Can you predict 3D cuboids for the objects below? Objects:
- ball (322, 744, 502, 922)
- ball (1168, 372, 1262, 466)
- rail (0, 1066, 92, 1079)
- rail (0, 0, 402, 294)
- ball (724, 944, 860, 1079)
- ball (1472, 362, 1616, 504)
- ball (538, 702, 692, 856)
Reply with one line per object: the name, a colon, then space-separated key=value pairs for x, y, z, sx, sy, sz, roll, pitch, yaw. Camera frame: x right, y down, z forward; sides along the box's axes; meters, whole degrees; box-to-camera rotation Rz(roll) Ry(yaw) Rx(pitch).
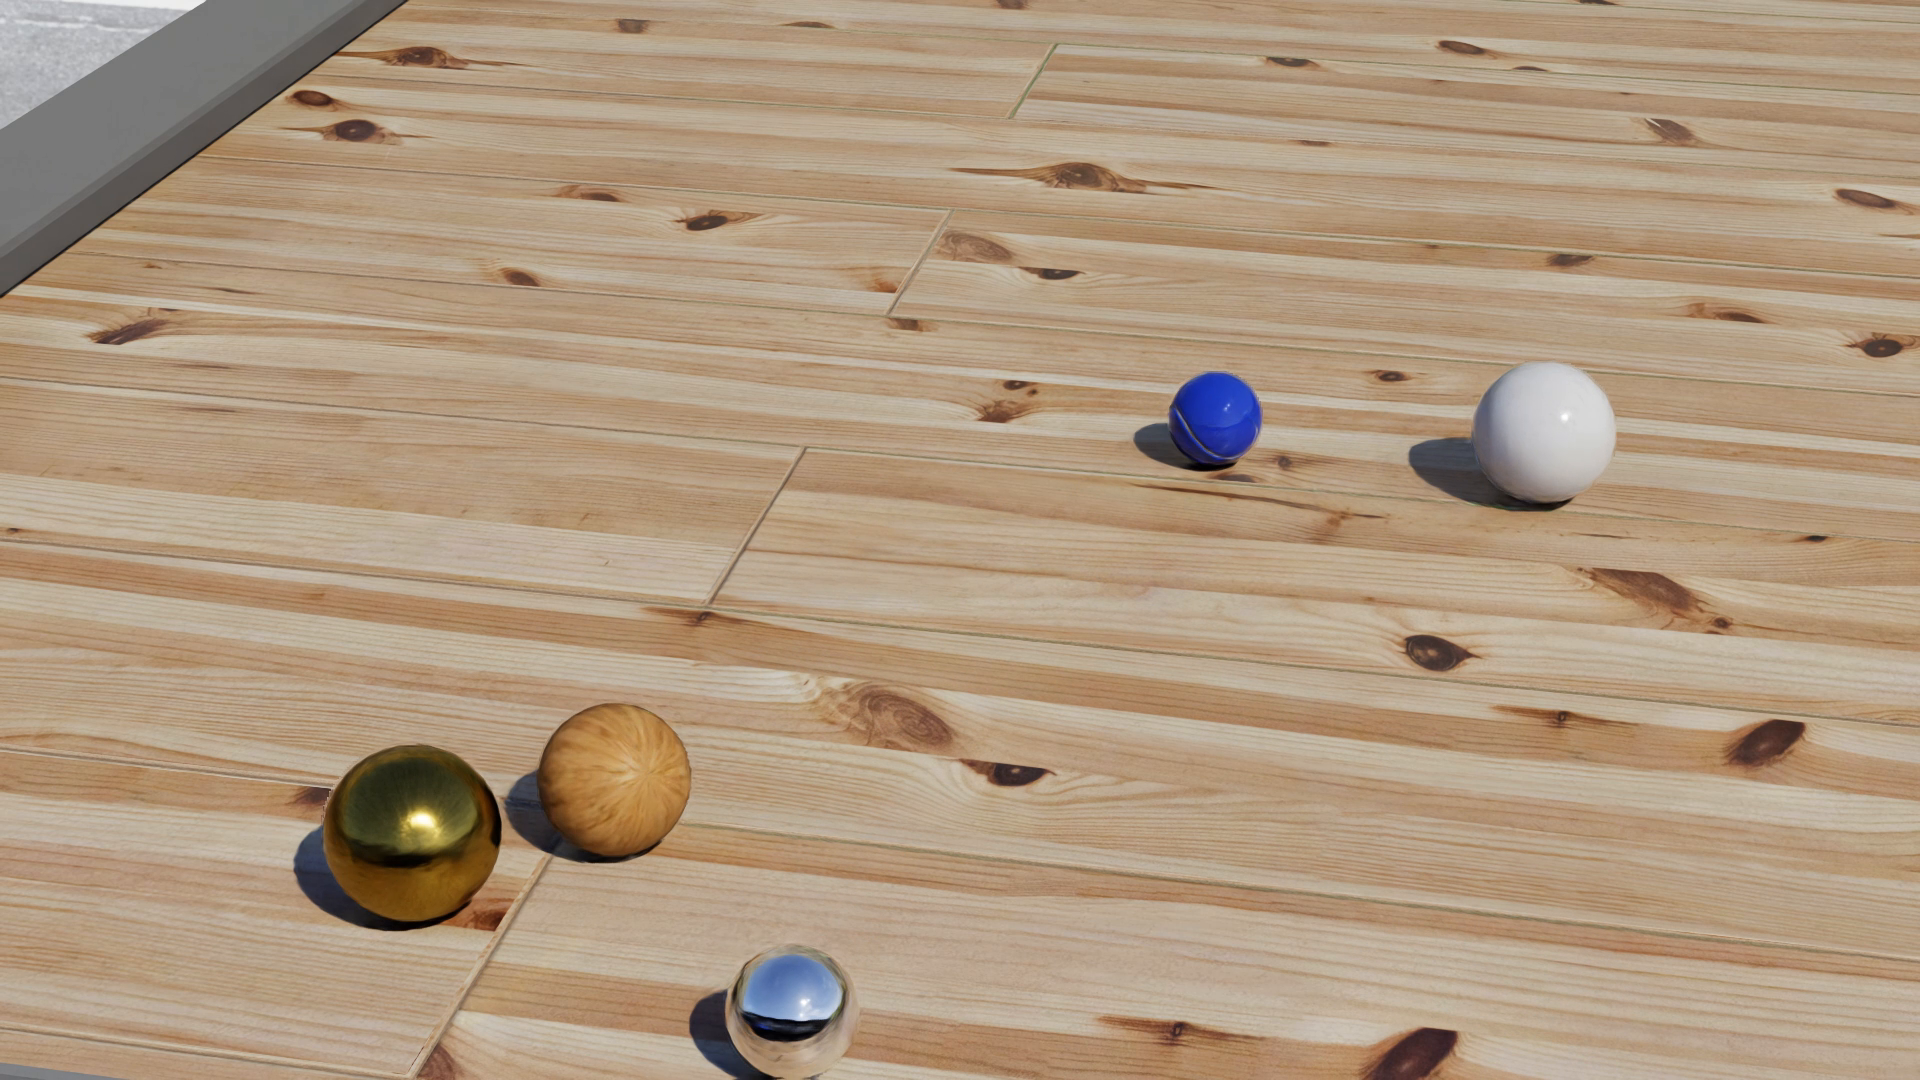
ball: x=-0.282 y=0.151 z=1.514 sx=0.091 sy=0.091 sz=0.091 roll=0 pitch=26 yaw=0
ball: x=0.175 y=-0.083 z=2.022 sx=0.064 sy=0.064 sz=0.064 roll=0 pitch=26 yaw=0
rail: x=-0.145 y=0.283 z=1.205 sx=1.695 sy=0.123 sz=0.045 roll=5 pitch=27 yaw=11
rail: x=-0.657 y=-0.412 z=2.624 sx=0.045 sy=0.123 sz=2.933 roll=5 pitch=27 yaw=11
ball: x=-0.080 y=0.224 z=1.396 sx=0.064 sy=0.064 sz=0.064 roll=0 pitch=26 yaw=0
ball: x=0.390 y=-0.071 z=1.963 sx=0.095 sy=0.095 sz=0.095 roll=0 pitch=26 yaw=0
ball: x=-0.185 y=0.128 z=1.572 sx=0.082 sy=0.082 sz=0.082 roll=0 pitch=26 yaw=0
